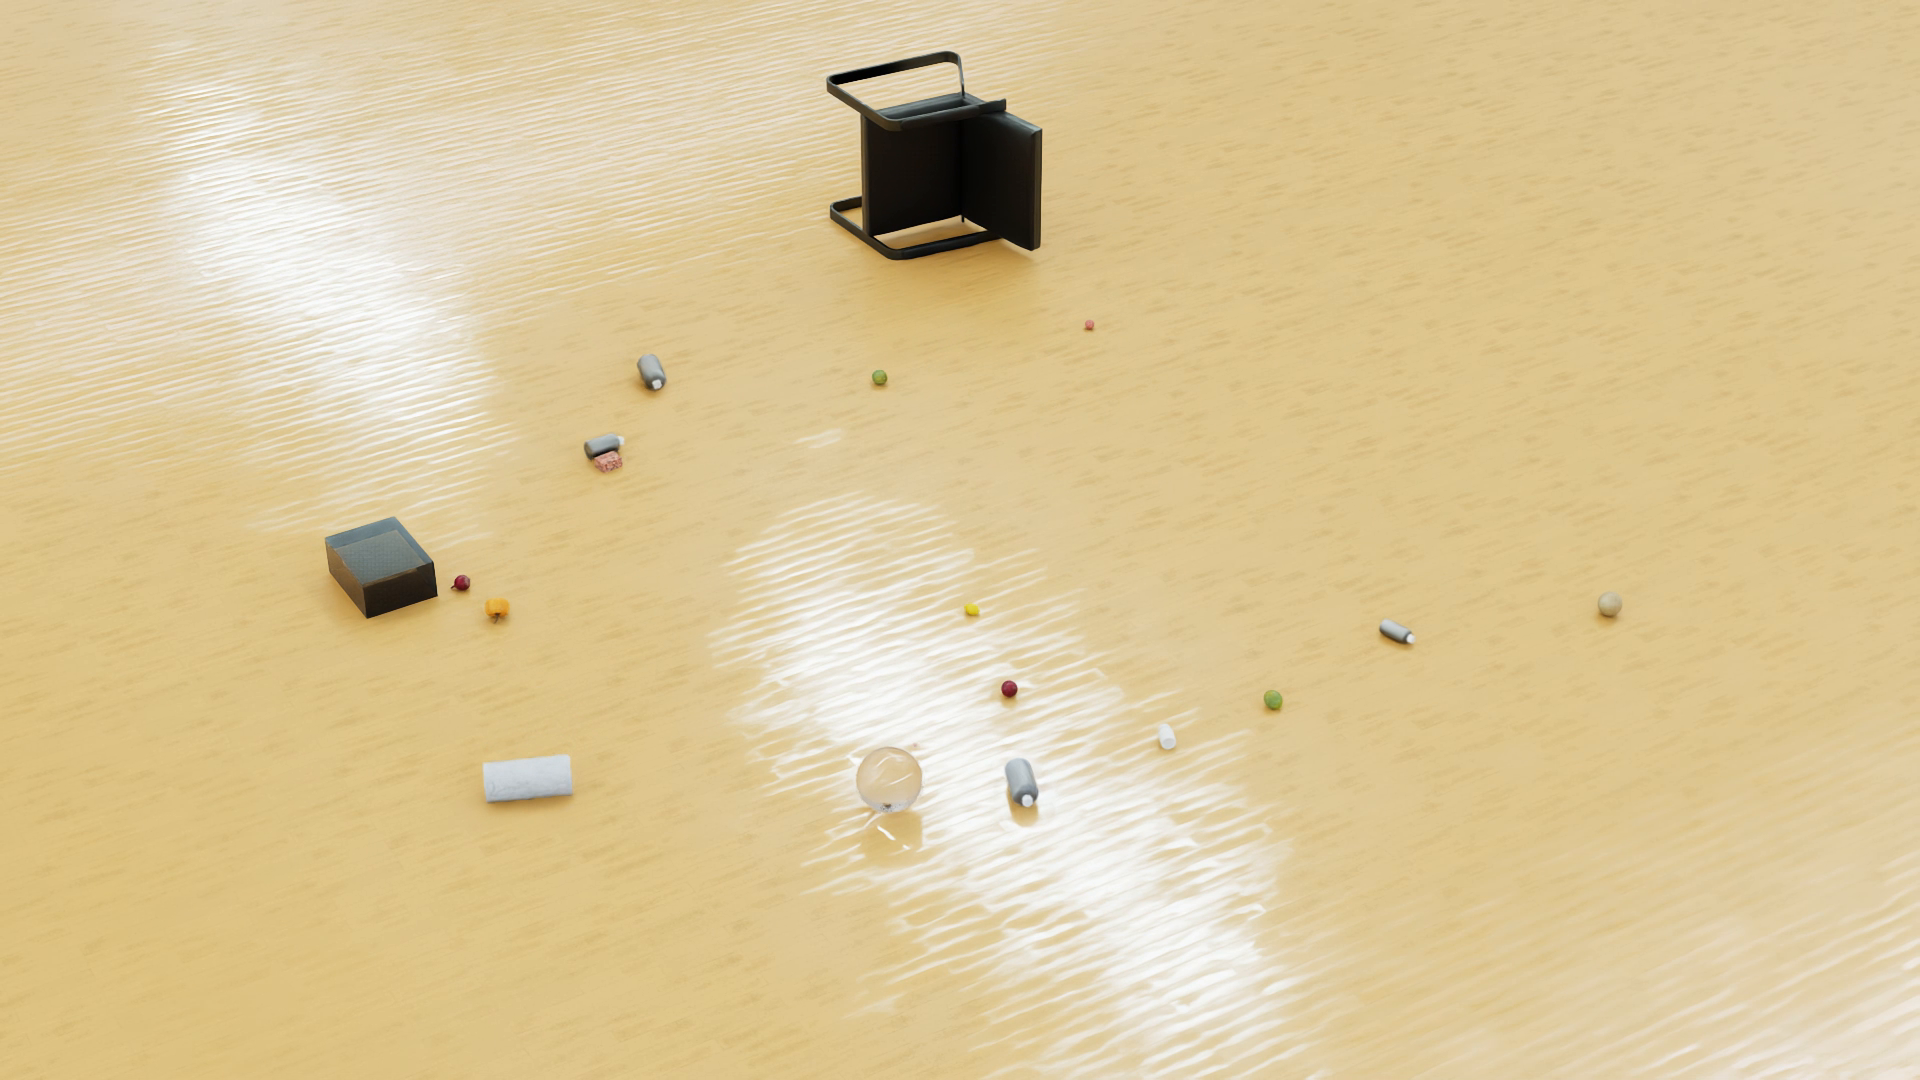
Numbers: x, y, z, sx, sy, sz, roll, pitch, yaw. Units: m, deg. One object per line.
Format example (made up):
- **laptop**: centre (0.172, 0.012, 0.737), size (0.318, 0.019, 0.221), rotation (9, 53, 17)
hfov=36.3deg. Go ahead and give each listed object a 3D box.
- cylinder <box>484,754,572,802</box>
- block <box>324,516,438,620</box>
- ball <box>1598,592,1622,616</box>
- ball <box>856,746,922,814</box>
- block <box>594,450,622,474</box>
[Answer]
- **cylinder**: centre (-1.420, 0.782, 9.641), size (0.282, 0.128, 0.132), rotation (-5, 47, -8)
- **block**: centre (-2.105, 0.098, 10.660), size (0.275, 0.150, 0.357), rotation (-19, 38, -26)
- **ball**: centre (2.332, 0.228, 10.517), size (0.089, 0.089, 0.089), rotation (0, 33, 0)
- **ball**: centre (-0.230, 0.782, 9.560), size (0.217, 0.217, 0.217), rotation (0, 33, 0)
- **block**: centre (-1.362, -0.302, 11.366), size (0.085, 0.040, 0.064), rotation (-24, 40, -32)
